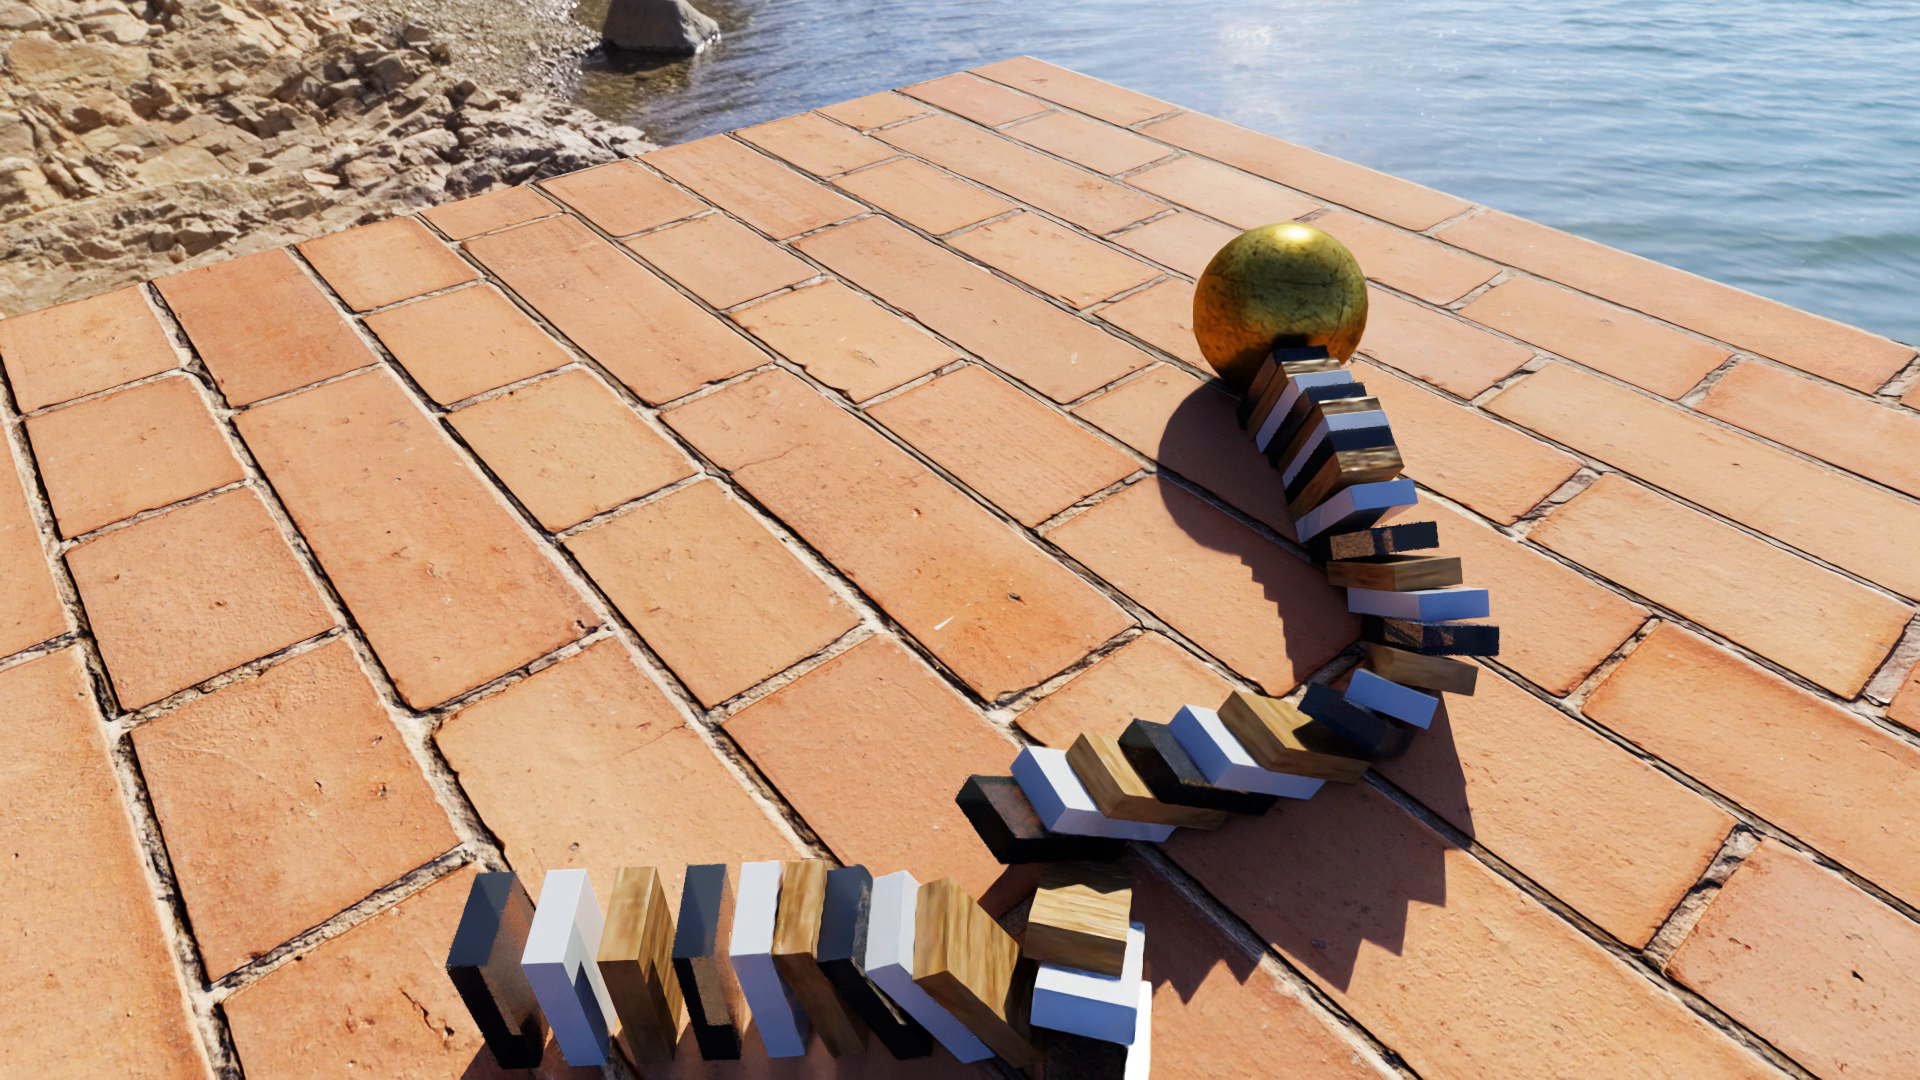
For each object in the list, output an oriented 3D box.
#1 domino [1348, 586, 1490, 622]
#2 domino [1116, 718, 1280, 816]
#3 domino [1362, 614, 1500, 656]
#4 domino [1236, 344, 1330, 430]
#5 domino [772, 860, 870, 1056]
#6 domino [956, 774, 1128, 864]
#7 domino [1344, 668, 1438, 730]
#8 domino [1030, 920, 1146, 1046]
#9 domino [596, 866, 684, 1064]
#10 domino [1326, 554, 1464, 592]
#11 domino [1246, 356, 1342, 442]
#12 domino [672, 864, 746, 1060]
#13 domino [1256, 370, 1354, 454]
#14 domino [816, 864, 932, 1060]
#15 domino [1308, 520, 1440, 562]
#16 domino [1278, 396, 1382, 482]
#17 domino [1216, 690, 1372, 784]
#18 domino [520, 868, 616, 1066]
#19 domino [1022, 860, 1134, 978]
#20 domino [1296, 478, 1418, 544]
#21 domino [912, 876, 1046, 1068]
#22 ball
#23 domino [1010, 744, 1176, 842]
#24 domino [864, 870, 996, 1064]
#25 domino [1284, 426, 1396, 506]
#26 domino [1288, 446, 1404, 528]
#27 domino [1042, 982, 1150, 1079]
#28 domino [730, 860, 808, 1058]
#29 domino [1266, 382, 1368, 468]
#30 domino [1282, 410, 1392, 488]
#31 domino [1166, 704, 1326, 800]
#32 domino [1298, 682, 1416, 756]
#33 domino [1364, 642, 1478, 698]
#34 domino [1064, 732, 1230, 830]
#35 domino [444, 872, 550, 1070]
[{"bbox_3d":[0.163,0.022,0.393,0.025,0.010,0.050,-4,1,-7],"label":"domino"},{"bbox_3d":[0.074,0.070,0.337,0.050,0.009,0.025,17,26,-38],"label":"domino"},{"bbox_3d":[0.161,0.032,0.380,0.025,0.009,0.050,1,1,-1],"label":"domino"},{"bbox_3d":[0.145,-0.068,0.495,0.025,0.050,0.009,-7,65,-8],"label":"domino"},{"bbox_3d":[-0.034,0.107,0.280,0.009,0.050,0.025,-9,38,9],"label":"domino"},{"bbox_3d":[0.025,0.082,0.323,0.050,0.009,0.025,13,25,-42],"label":"domino"},{"bbox_3d":[0.141,0.051,0.357,0.025,0.010,0.050,21,2,24],"label":"domino"},{"bbox_3d":[0.034,0.112,0.285,0.025,0.009,0.050,8,5,11],"label":"domino"},{"bbox_3d":[-0.080,0.108,0.279,0.009,0.050,0.025,-2,39,-2],"label":"domino"},{"bbox_3d":[0.159,0.012,0.406,0.025,0.009,0.050,-6,1,-8],"label":"domino"},{"bbox_3d":[0.147,-0.062,0.487,0.025,0.050,0.009,-7,65,-8],"label":"domino"},{"bbox_3d":[-0.062,0.108,0.280,0.009,0.050,0.025,-2,39,-2],"label":"domino"},{"bbox_3d":[0.150,-0.055,0.479,0.025,0.050,0.010,-7,65,-8],"label":"domino"},{"bbox_3d":[-0.020,0.108,0.280,0.010,0.050,0.025,-15,37,14],"label":"domino"},{"bbox_3d":[0.156,0.001,0.417,0.025,0.010,0.050,-6,-3,-8],"label":"domino"},{"bbox_3d":[0.155,-0.042,0.464,0.025,0.050,0.009,-7,65,-8],"label":"domino"},{"bbox_3d":[0.106,0.062,0.346,0.050,0.009,0.025,16,25,-39],"label":"domino"},{"bbox_3d":[-0.097,0.109,0.279,0.010,0.050,0.025,-2,39,-2],"label":"domino"},{"bbox_3d":[0.033,0.101,0.299,0.025,0.009,0.050,8,5,10],"label":"domino"},{"bbox_3d":[0.153,-0.010,0.428,0.025,0.050,0.009,-6,76,-8],"label":"domino"},{"bbox_3d":[0.006,0.110,0.279,0.009,0.050,0.025,-24,35,19],"label":"domino"},{"bbox_3d":[0.151,-0.109,0.520,0.080,0.080,0.080,0,39,0],"label":"ball"},{"bbox_3d":[0.041,0.076,0.329,0.050,0.009,0.025,17,25,-38],"label":"domino"},{"bbox_3d":[-0.006,0.109,0.280,0.009,0.050,0.025,-22,35,19],"label":"domino"},{"bbox_3d":[0.153,-0.028,0.447,0.025,0.050,0.009,-7,65,-8],"label":"domino"},{"bbox_3d":[0.153,-0.021,0.438,0.025,0.050,0.009,-6,68,-8],"label":"domino"},{"bbox_3d":[0.034,0.131,0.274,0.025,0.010,0.050,7,25,8],"label":"domino"},{"bbox_3d":[-0.047,0.107,0.280,0.010,0.050,0.025,-5,39,1],"label":"domino"},{"bbox_3d":[0.152,-0.049,0.471,0.025,0.050,0.009,-7,65,-8],"label":"domino"},{"bbox_3d":[0.155,-0.035,0.455,0.025,0.050,0.009,-7,65,-8],"label":"domino"},{"bbox_3d":[0.090,0.066,0.342,0.050,0.009,0.025,16,26,-38],"label":"domino"},{"bbox_3d":[0.127,0.057,0.349,0.025,0.010,0.050,32,7,33],"label":"domino"},{"bbox_3d":[0.153,0.043,0.368,0.025,0.009,0.050,10,0,12],"label":"domino"},{"bbox_3d":[0.058,0.073,0.333,0.050,0.010,0.025,17,25,-38],"label":"domino"},{"bbox_3d":[-0.114,0.109,0.278,0.009,0.050,0.025,-2,39,-2],"label":"domino"}]
